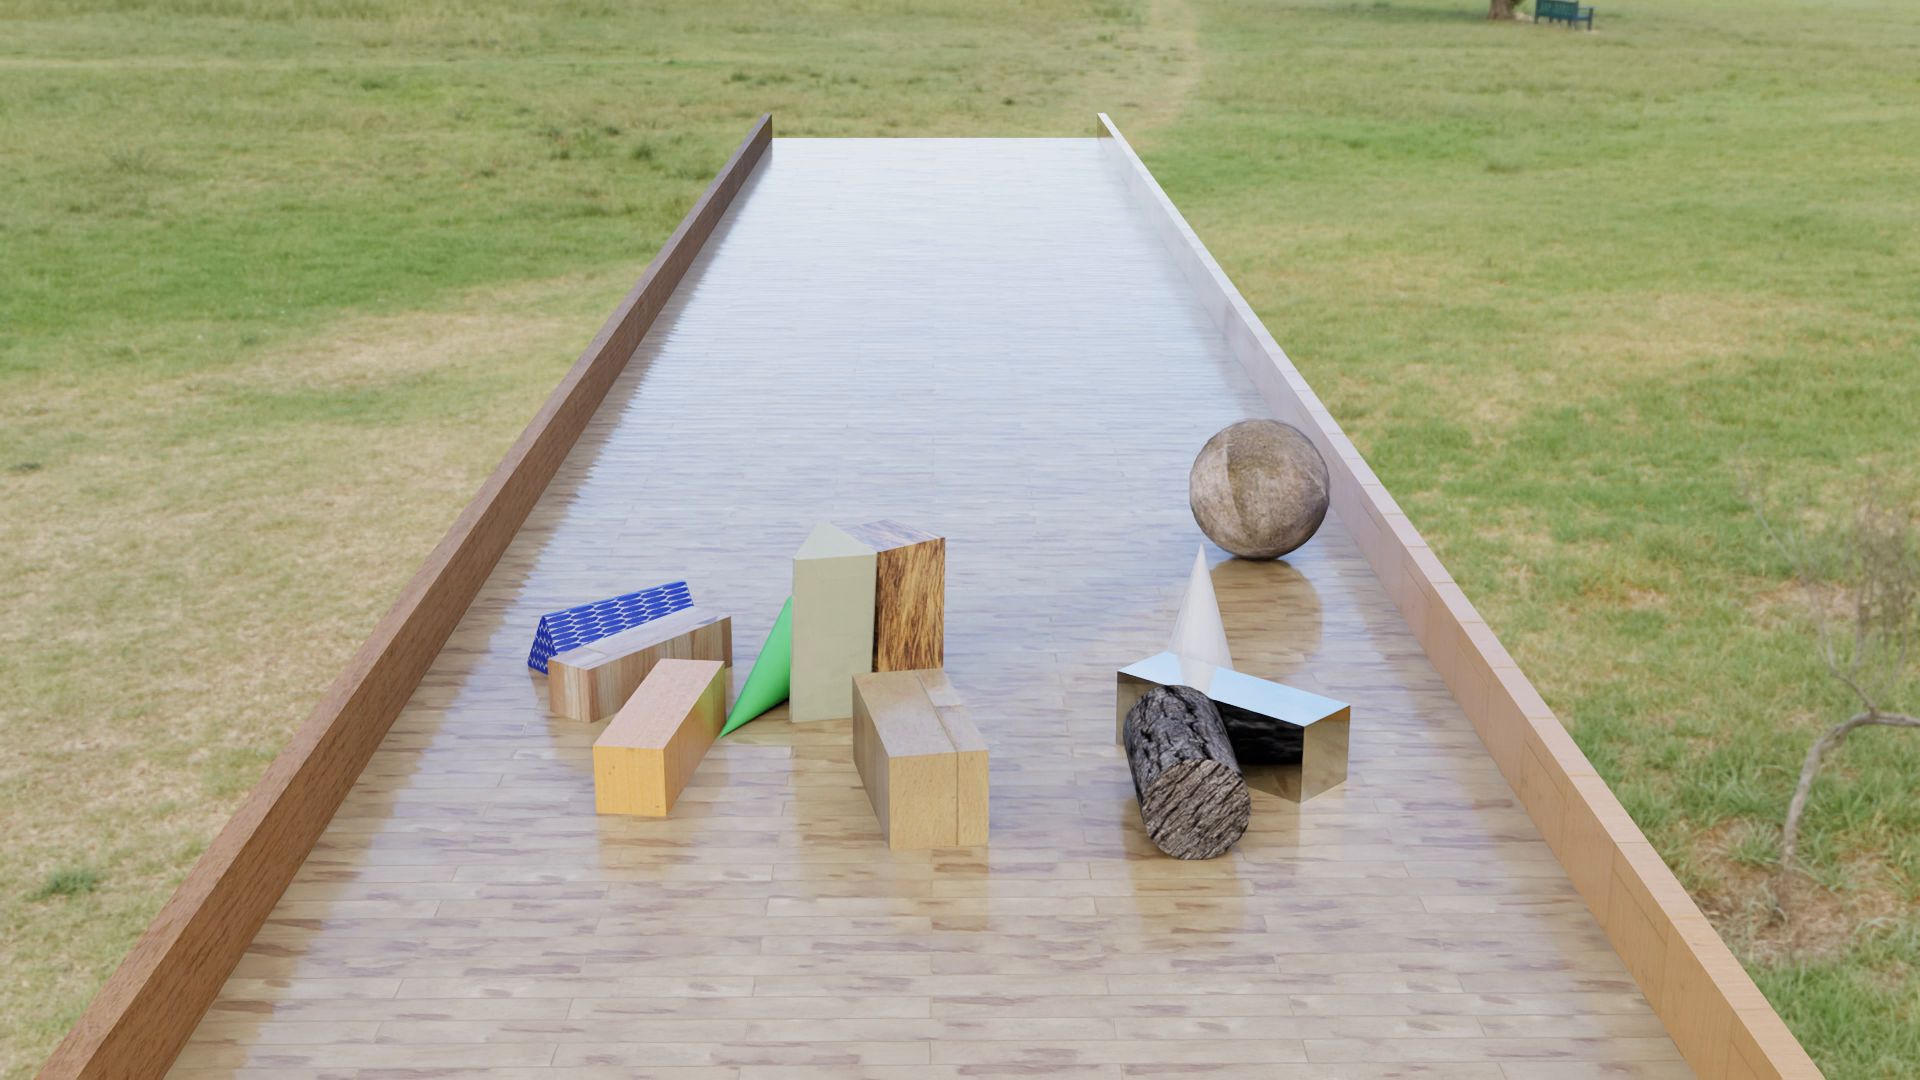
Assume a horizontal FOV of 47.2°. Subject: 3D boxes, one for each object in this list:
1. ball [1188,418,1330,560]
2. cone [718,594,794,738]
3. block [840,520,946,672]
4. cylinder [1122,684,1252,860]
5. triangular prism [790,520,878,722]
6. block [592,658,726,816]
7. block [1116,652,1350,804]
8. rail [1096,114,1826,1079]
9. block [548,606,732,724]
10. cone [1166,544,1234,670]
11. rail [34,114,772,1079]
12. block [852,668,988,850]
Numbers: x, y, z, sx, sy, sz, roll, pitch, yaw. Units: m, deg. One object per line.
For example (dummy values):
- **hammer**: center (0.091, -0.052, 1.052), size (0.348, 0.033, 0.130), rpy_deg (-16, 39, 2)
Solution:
- **ball**: center (0.687, -0.116, 5.049), size (0.324, 0.324, 0.324), rpy_deg (0, 17, 0)
- **cone**: center (-0.357, 0.268, 4.176), size (0.176, 0.176, 0.426), rpy_deg (7, 30, 23)
- **block**: center (-0.148, 0.143, 4.182), size (0.166, 0.316, 0.166), rpy_deg (-13, 21, -42)
- **cylinder**: center (0.372, 0.380, 3.645), size (0.174, 0.174, 0.336), rpy_deg (0, 17, -1)
- **triangular prism**: center (-0.247, 0.148, 4.072), size (0.151, 0.352, 0.131), rpy_deg (-4, 31, -13)
- **block**: center (-0.522, 0.340, 3.871), size (0.120, 0.120, 0.434), rpy_deg (2, 17, 7)
- **block**: center (0.477, 0.326, 3.885), size (0.402, 0.141, 0.141), rpy_deg (15, 22, 41)
- **rail**: center (0.932, -0.844, 7.801), size (0.050, 0.150, 12.000), rpy_deg (0, 17, -1)
- **block**: center (-0.612, 0.237, 4.246), size (0.105, 0.105, 0.392), rpy_deg (12, 20, 35)
- **cone**: center (0.447, 0.160, 4.112), size (0.178, 0.329, 0.178), rpy_deg (0, 17, 0)
- **rail**: center (-1.118, -0.838, 7.780), size (0.050, 0.150, 12.000), rpy_deg (0, 17, -1)
- **block**: center (-0.072, 0.364, 3.719), size (0.162, 0.162, 0.393), rpy_deg (-3, 17, -11)
